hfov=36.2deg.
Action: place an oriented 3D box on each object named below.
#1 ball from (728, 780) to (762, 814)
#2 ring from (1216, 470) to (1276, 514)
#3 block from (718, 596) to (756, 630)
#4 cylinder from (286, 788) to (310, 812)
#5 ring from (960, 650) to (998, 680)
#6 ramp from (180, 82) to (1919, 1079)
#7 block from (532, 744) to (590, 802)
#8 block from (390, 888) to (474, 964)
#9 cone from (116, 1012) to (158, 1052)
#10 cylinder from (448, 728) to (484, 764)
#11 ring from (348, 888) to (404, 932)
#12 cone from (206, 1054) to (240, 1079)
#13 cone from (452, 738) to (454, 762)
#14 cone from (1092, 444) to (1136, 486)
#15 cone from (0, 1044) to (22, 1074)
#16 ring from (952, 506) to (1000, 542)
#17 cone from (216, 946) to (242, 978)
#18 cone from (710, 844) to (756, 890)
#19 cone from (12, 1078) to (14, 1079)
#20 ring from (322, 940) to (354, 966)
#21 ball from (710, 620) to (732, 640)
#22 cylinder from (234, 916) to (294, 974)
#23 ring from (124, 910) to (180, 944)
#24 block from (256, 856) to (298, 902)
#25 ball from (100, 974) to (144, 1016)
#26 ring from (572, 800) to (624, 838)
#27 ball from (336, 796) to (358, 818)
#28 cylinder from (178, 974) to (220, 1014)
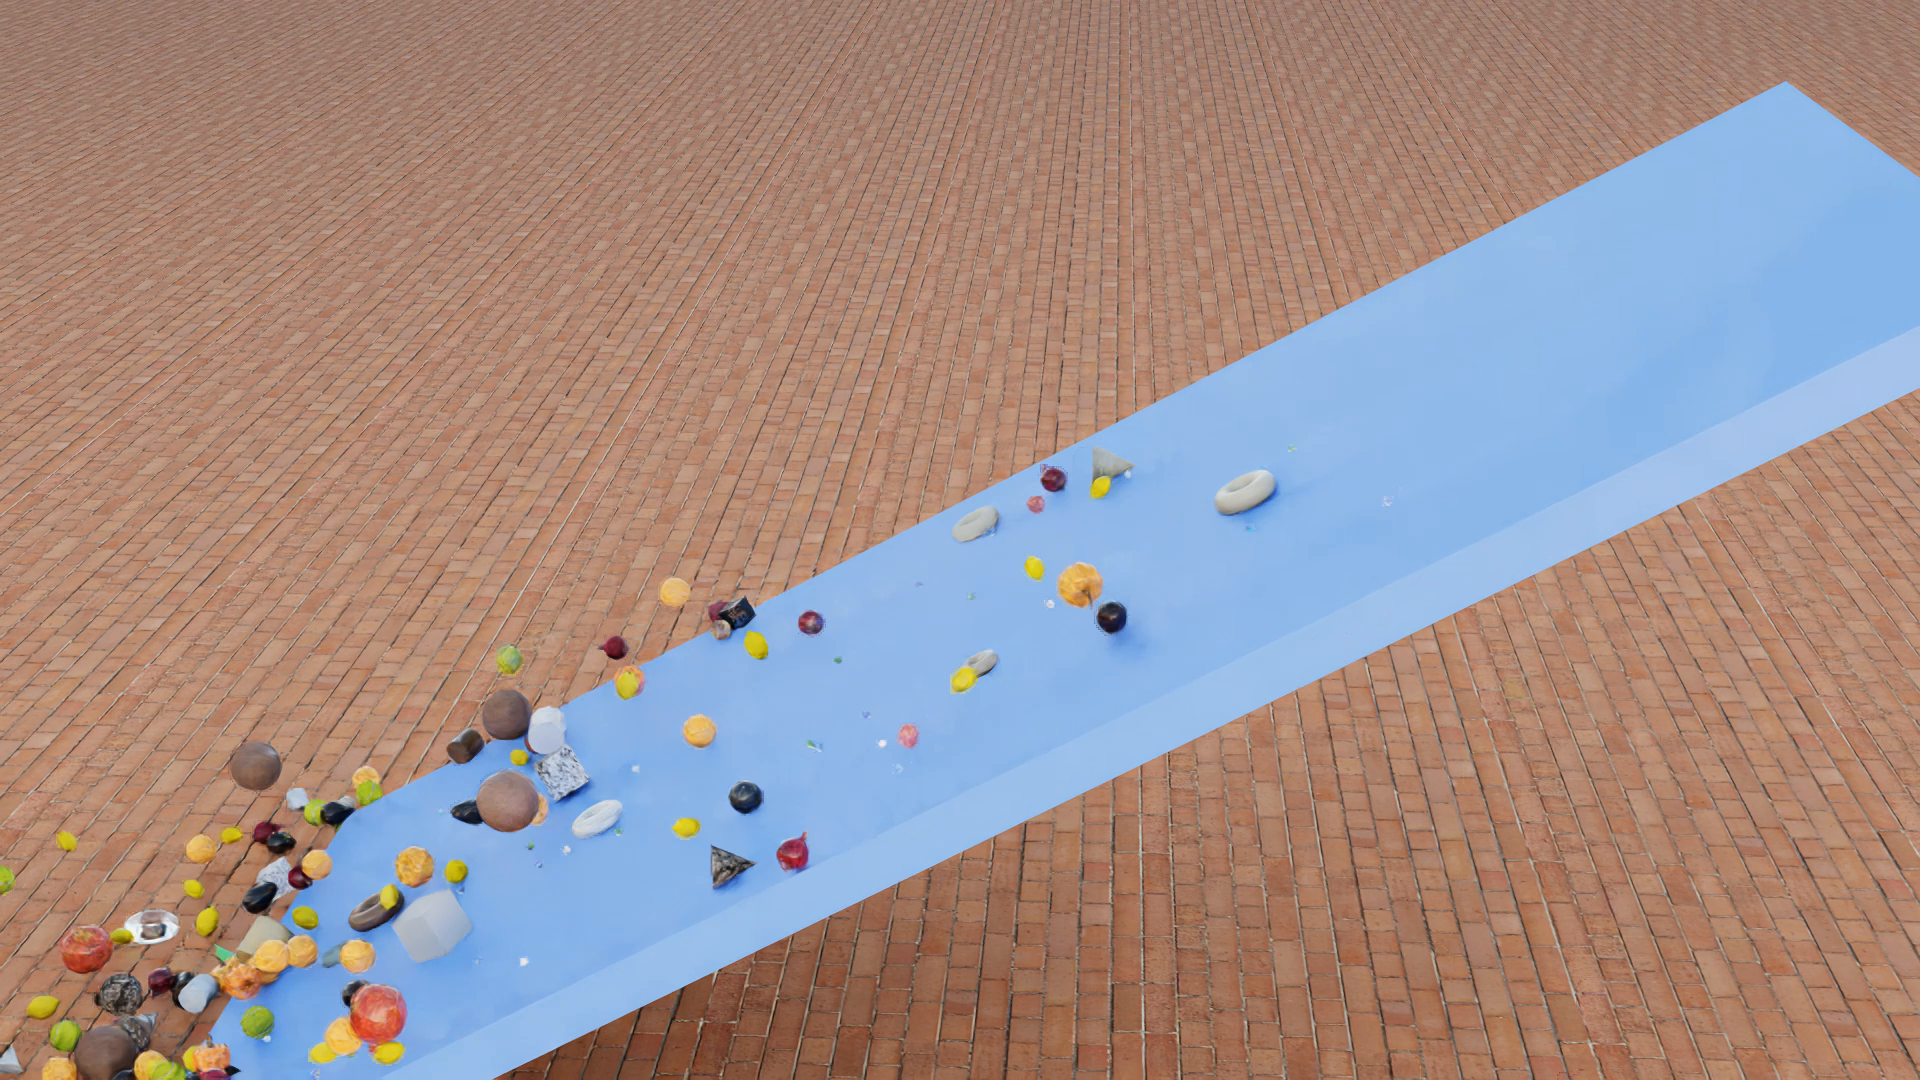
[{"bbox_3d":[-0.428,0.513,5.867,0.066,0.066,0.066,0,18,0],"label":"ball"},{"bbox_3d":[0.585,-0.097,6.025,0.136,0.045,0.136,-27,14,7],"label":"ring"},{"bbox_3d":[-0.551,0.183,7.279,0.055,0.055,0.055,-18,18,40],"label":"block"},{"bbox_3d":[-1.738,0.683,7.716,0.050,0.050,0.050,-17,-15,-5],"label":"cylinder"},{"bbox_3d":[0.039,0.252,5.929,0.084,0.028,0.084,-27,15,8],"label":"ring"},{"bbox_3d":[0.141,0.167,6.282,4.000,0.100,2.000,-27,14,11],"label":"ramp"},{"bbox_3d":[-0.906,0.528,6.680,0.093,0.093,0.093,-32,5,-10],"label":"block"},{"bbox_3d":[-1.097,0.803,6.115,0.100,0.100,0.100,-20,17,35],"label":"block"},{"bbox_3d":[-1.818,1.080,6.566,0.092,0.092,0.092,7,26,22],"label":"cone"},{"bbox_3d":[-1.252,0.523,7.453,0.067,0.067,0.067,9,32,26],"label":"cylinder"},{"bbox_3d":[-1.302,0.825,6.559,0.134,0.045,0.134,-27,15,8],"label":"ring"},{"bbox_3d":[-1.516,1.096,6.075,0.065,0.065,0.065,-1,18,4],"label":"cone"},{"bbox_3d":[-1.264,0.536,7.522,0.063,0.063,0.063,0,17,12],"label":"cone"},{"bbox_3d":[0.356,-0.170,6.731,0.098,0.098,0.098,0,18,6],"label":"cone"},{"bbox_3d":[-2.078,1.130,6.432,0.059,0.059,0.059,-1,57,-4],"label":"cone"},{"bbox_3d":[0.038,-0.037,6.909,0.122,0.041,0.122,-29,14,8],"label":"ring"},{"bbox_3d":[-1.711,0.967,6.835,0.070,0.070,0.070,-30,14,8],"label":"cone"},{"bbox_3d":[-0.428,0.615,5.568,0.086,0.086,0.086,-4,18,-7],"label":"cone"},{"bbox_3d":[-2.029,1.193,6.340,0.052,0.052,0.052,26,17,-5],"label":"cone"},{"bbox_3d":[-1.360,0.905,6.434,0.079,0.026,0.079,-28,13,7],"label":"ring"},{"bbox_3d":[-0.588,0.220,7.232,0.051,0.051,0.051,0,18,0],"label":"ball"},{"bbox_3d":[-1.566,0.912,6.623,0.095,0.095,0.095,10,55,28],"label":"cylinder"},{"bbox_3d":[-1.954,0.935,7.114,0.132,0.044,0.132,1,18,0],"label":"ring"},{"bbox_3d":[-1.677,0.833,7.231,0.069,0.069,0.069,-31,14,2],"label":"block"},{"bbox_3d":[-1.782,0.966,6.250,0.089,0.089,0.089,0,18,0],"label":"ball"},{"bbox_3d":[-0.778,0.599,6.316,0.121,0.040,0.121,-27,13,7],"label":"ring"},{"bbox_3d":[-1.626,0.709,7.803,0.056,0.056,0.056,0,18,0],"label":"ball"},{"bbox_3d":[-1.713,1.021,6.621,0.066,0.066,0.066,4,18,12],"label":"cylinder"}]
